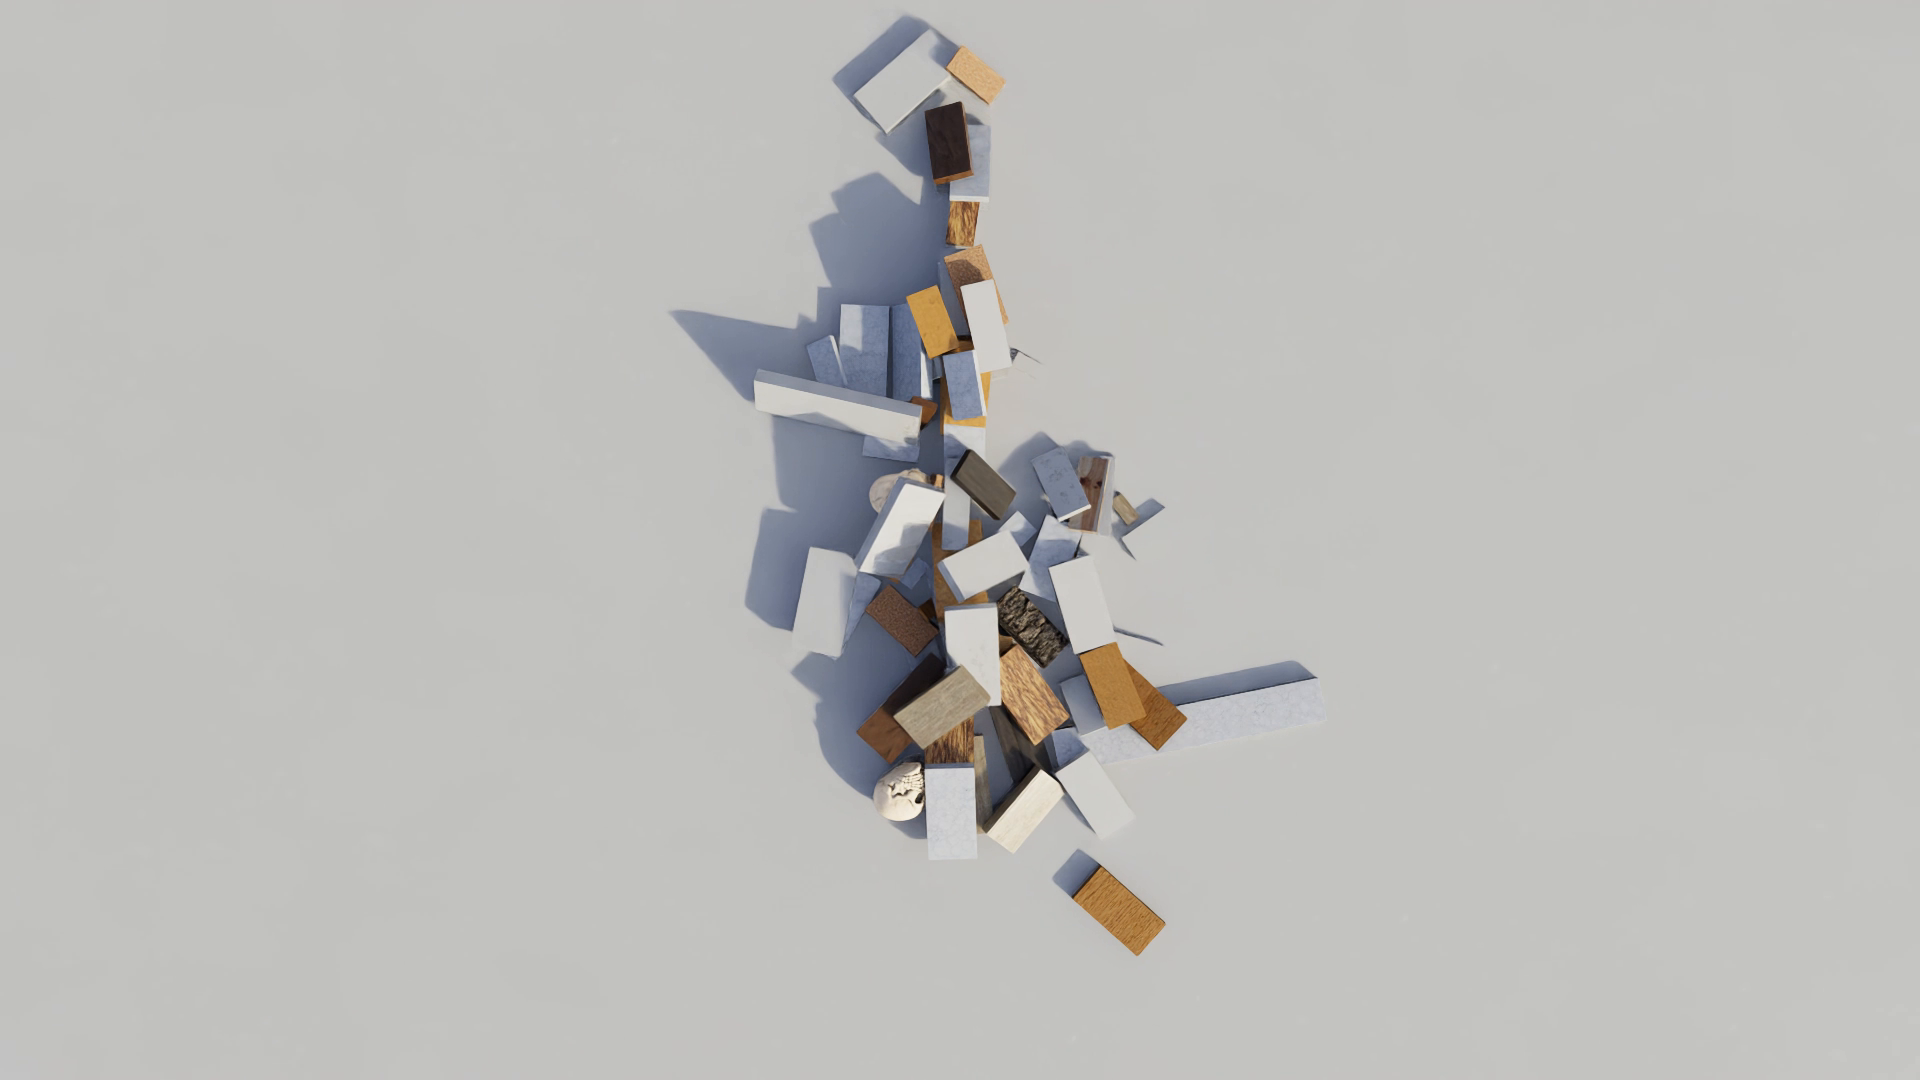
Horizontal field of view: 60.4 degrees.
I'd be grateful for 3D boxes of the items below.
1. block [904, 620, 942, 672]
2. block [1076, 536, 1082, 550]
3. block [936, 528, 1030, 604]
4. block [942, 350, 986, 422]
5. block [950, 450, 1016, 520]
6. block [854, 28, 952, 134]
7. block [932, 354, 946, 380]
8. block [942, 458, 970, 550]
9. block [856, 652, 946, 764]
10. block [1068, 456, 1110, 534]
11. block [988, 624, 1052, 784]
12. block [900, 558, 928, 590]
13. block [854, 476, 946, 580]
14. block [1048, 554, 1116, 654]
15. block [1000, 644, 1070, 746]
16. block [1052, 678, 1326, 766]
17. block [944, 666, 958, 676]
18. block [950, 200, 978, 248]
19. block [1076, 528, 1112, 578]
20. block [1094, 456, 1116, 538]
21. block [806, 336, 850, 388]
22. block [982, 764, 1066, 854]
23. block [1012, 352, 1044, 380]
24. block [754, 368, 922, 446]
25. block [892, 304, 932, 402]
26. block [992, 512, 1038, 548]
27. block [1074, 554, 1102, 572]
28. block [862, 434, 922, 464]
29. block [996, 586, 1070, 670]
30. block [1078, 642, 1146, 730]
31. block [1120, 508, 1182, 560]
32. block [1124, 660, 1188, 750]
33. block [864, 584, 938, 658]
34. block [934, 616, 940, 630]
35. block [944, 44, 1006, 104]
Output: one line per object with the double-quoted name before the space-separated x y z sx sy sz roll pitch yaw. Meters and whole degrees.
"block" -0.136 0.335 5.462 0.106 0.030 0.212 -18 78 -2
"block" 0.368 -0.010 5.491 0.134 0.019 0.067 22 90 0
"block" 0.078 0.084 5.361 0.293 0.042 0.147 -25 81 -36
"block" 0.015 -0.497 5.310 0.107 0.030 0.213 -8 93 25
"block" 0.078 -0.181 5.414 0.229 0.032 0.114 43 65 -27
"block" -0.174 -1.521 5.477 0.332 0.046 0.161 -41 90 0
"block" -0.107 -0.568 5.424 0.024 0.171 0.086 -9 90 -37
"block" -0.011 -0.116 5.410 0.085 0.024 0.300 3 86 -1
"block" -0.161 0.549 5.399 0.152 0.043 0.359 43 88 0
"block" 0.427 -0.149 5.441 0.095 0.027 0.254 7 75 14
"block" 0.163 0.536 5.469 0.139 0.039 0.520 -17 91 -7
"block" -0.151 0.111 5.493 0.050 0.014 0.100 38 90 0
"block" -0.196 -0.037 5.364 0.168 0.048 0.337 14 113 -37
"block" 0.401 0.210 5.434 0.147 0.042 0.300 -17 96 -4
"block" 0.212 0.506 5.417 0.152 0.043 0.304 -38 101 -12
"block" 0.759 0.615 5.480 0.903 0.041 0.144 -11 90 0
"block" -0.014 0.456 5.277 0.050 0.014 0.100 -12 108 18
"block" 0.011 -0.981 5.487 0.094 0.027 0.506 0 90 0
"block" 0.424 0.085 5.465 0.091 0.026 0.280 15 93 1
"block" 0.481 -0.144 5.461 0.050 0.014 0.272 6 76 0
"block" -0.437 -0.573 5.456 0.093 0.026 0.186 -21 81 23
"block" 0.214 0.889 5.447 0.139 0.039 0.277 41 90 -30
"block" 0.227 -0.580 5.493 0.101 0.014 0.050 29 90 0
"block" -0.400 -0.434 5.403 0.549 0.168 0.048 13 61 3
"block" -0.157 -0.615 5.422 0.046 0.161 0.321 -1 90 -37
"block" 0.157 0.002 5.487 0.190 0.027 0.095 -44 90 0
"block" 0.397 0.095 5.491 0.134 0.019 0.067 32 90 0
"block" -0.227 -0.314 5.487 0.186 0.026 0.093 8 90 0
"block" 0.228 0.288 5.447 0.262 0.037 0.131 46 55 0
"block" 0.502 0.480 5.424 0.131 0.037 0.262 -21 77 -2
"block" 0.636 -0.020 5.487 0.182 0.026 0.091 -35 90 0
"block" 0.596 0.544 5.445 0.287 0.041 0.144 43 83 10
"block" -0.191 0.268 5.439 0.229 0.032 0.114 43 78 7
"block" -0.002 0.333 5.408 0.106 0.030 0.212 -18 66 -2
"block" 0.052 -1.539 5.459 0.187 0.027 0.094 36 90 -18
